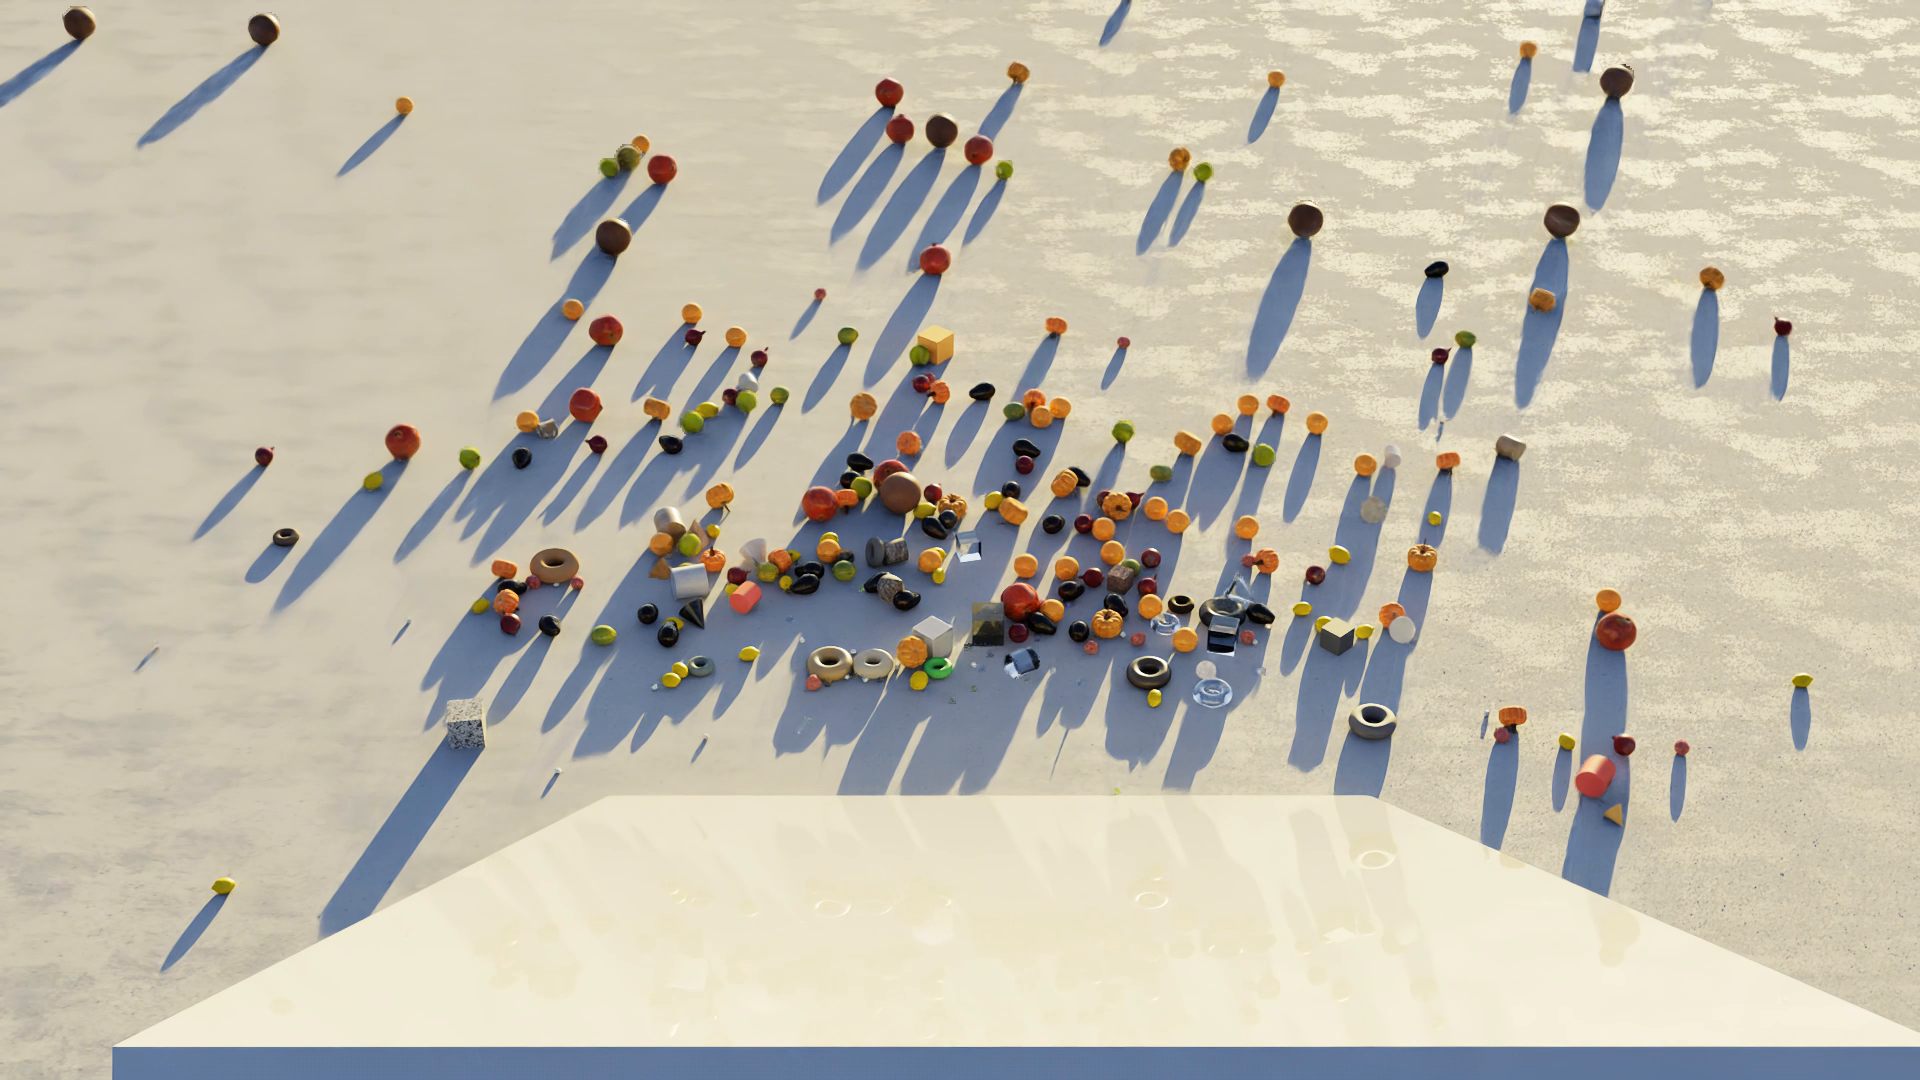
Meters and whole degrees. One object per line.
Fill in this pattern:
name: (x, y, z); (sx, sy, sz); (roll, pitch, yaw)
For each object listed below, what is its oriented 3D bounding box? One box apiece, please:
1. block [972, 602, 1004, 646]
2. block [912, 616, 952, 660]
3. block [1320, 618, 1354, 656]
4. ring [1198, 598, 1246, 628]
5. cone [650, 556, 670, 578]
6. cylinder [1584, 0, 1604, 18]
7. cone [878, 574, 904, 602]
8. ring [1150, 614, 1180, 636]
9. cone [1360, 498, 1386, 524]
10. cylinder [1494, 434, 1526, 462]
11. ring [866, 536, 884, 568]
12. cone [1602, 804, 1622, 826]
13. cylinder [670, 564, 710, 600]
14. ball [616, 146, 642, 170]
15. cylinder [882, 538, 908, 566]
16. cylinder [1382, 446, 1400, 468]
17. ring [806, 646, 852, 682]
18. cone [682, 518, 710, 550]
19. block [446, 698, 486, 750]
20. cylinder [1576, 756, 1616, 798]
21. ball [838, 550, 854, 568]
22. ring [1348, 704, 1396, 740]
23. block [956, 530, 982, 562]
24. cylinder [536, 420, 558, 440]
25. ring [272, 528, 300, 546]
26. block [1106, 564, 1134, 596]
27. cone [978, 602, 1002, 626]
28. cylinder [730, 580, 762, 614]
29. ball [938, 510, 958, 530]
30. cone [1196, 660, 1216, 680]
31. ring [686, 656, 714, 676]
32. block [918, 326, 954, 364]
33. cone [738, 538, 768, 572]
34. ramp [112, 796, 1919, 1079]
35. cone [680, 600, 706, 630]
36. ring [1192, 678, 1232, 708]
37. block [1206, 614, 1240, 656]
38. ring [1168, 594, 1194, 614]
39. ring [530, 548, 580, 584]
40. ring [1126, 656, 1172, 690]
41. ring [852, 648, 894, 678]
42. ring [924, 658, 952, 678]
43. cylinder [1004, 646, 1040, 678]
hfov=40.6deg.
block: (0.081, 0.243, 7.504); (0.090, 0.090, 0.090); (0, 35, 0)
block: (-0.079, 0.285, 7.452); (0.083, 0.083, 0.083); (28, 43, 34)
block: (1.086, 0.278, 7.473); (0.068, 0.068, 0.068); (-30, 44, -35)
ring: (0.766, 0.216, 7.583); (0.139, 0.046, 0.139); (0, 33, 0)
cone: (-0.879, 0.098, 7.765); (0.069, 0.069, 0.069); (35, 41, 2)
cylinder: (2.726, -2.288, 11.162); (0.074, 0.074, 0.074); (13, 37, 18)
cone: (-0.187, 0.132, 7.636); (0.087, 0.087, 0.087); (8, 71, -23)
ring: (0.598, 0.245, 7.557); (0.087, 0.029, 0.087); (0, 36, 0)
cone: (1.272, -0.097, 8.041); (0.082, 0.082, 0.082); (-2, 8, -3)
cylinder: (1.757, -0.296, 8.300); (0.069, 0.069, 0.069); (-29, 44, -35)
ring: (-0.256, 0.036, 7.805); (0.031, 0.094, 0.094); (1, 31, -27)
cone: (1.735, 0.735, 6.855); (0.054, 0.054, 0.054); (-18, 65, -24)
cylinder: (-0.799, 0.124, 7.670); (0.097, 0.097, 0.097); (-10, 36, -14)
ball: (-1.270, -1.464, 9.959); (0.094, 0.094, 0.094); (0, 35, 0)
cylinder: (-0.200, 0.036, 7.822); (0.070, 0.070, 0.070); (-14, 37, -20)
cylinder: (1.375, -0.267, 8.271); (0.053, 0.053, 0.053); (3, 31, 4)
ring: (-0.371, 0.352, 7.389); (0.134, 0.045, 0.134); (0, 36, 0)
cone: (-0.805, -0.031, 7.902); (0.087, 0.087, 0.087); (0, 35, 0)
block: (-1.354, 0.504, 7.124); (0.096, 0.096, 0.096); (-4, 35, -6)
cylinder: (1.702, 0.633, 6.951); (0.082, 0.082, 0.082); (20, 39, 26)
ball: (-0.343, 0.056, 7.807); (0.052, 0.052, 0.052); (0, 35, 0)
ring: (1.140, 0.502, 7.173); (0.133, 0.044, 0.133); (-1, 36, 0)
block: (0.026, 0.019, 7.851); (0.064, 0.064, 0.064); (-8, 36, -11)
cylinder: (-1.334, -0.358, 8.402); (0.053, 0.053, 0.053); (-18, 39, -24)
ring: (-2.056, -0.009, 7.924); (0.081, 0.027, 0.081); (-1, 35, 1)
block: (0.476, 0.118, 7.713); (0.058, 0.058, 0.058); (18, 39, 24)
cone: (0.089, 0.204, 7.580); (0.068, 0.068, 0.068); (0, 35, 0)
cylinder: (-0.629, 0.169, 7.631); (0.069, 0.069, 0.069); (20, 49, 26)
ball: (-0.037, -0.063, 7.972); (0.060, 0.060, 0.060); (0, 35, 0)
cone: (0.707, 0.367, 7.383); (0.057, 0.057, 0.057); (13, 10, 18)
ring: (-0.739, 0.359, 7.394); (0.080, 0.027, 0.080); (-1, 35, 1)
block: (-0.083, -0.663, 8.811); (0.087, 0.087, 0.087); (25, 42, 31)
cone: (-0.605, 0.059, 7.811); (0.095, 0.095, 0.095); (-16, 64, -21)
ramp: (0.077, 0.662, 4.825); (2.000, 0.100, 4.000); (0, -2, 0)
cone: (-0.765, 0.230, 7.571); (0.081, 0.081, 0.081); (-17, 72, -23)
ring: (0.709, 0.428, 7.285); (0.113, 0.038, 0.113); (-1, 35, 1)
block: (0.758, 0.274, 7.471); (0.078, 0.078, 0.078); (9, 36, 13)
ring: (0.650, 0.189, 7.638); (0.080, 0.027, 0.080); (-1, 34, 1)
ring: (-1.215, 0.076, 7.781); (0.149, 0.050, 0.149); (1, 36, -1)
ring: (0.535, 0.377, 7.354); (0.129, 0.043, 0.129); (-1, 36, 1)
ring: (-0.247, 0.352, 7.393); (0.117, 0.039, 0.117); (-1, 33, 0)
ring: (-0.062, 0.364, 7.386); (0.083, 0.028, 0.083); (0, 36, 0)
cylinder: (0.176, 0.347, 7.372); (0.070, 0.070, 0.070); (-20, 40, -30)
